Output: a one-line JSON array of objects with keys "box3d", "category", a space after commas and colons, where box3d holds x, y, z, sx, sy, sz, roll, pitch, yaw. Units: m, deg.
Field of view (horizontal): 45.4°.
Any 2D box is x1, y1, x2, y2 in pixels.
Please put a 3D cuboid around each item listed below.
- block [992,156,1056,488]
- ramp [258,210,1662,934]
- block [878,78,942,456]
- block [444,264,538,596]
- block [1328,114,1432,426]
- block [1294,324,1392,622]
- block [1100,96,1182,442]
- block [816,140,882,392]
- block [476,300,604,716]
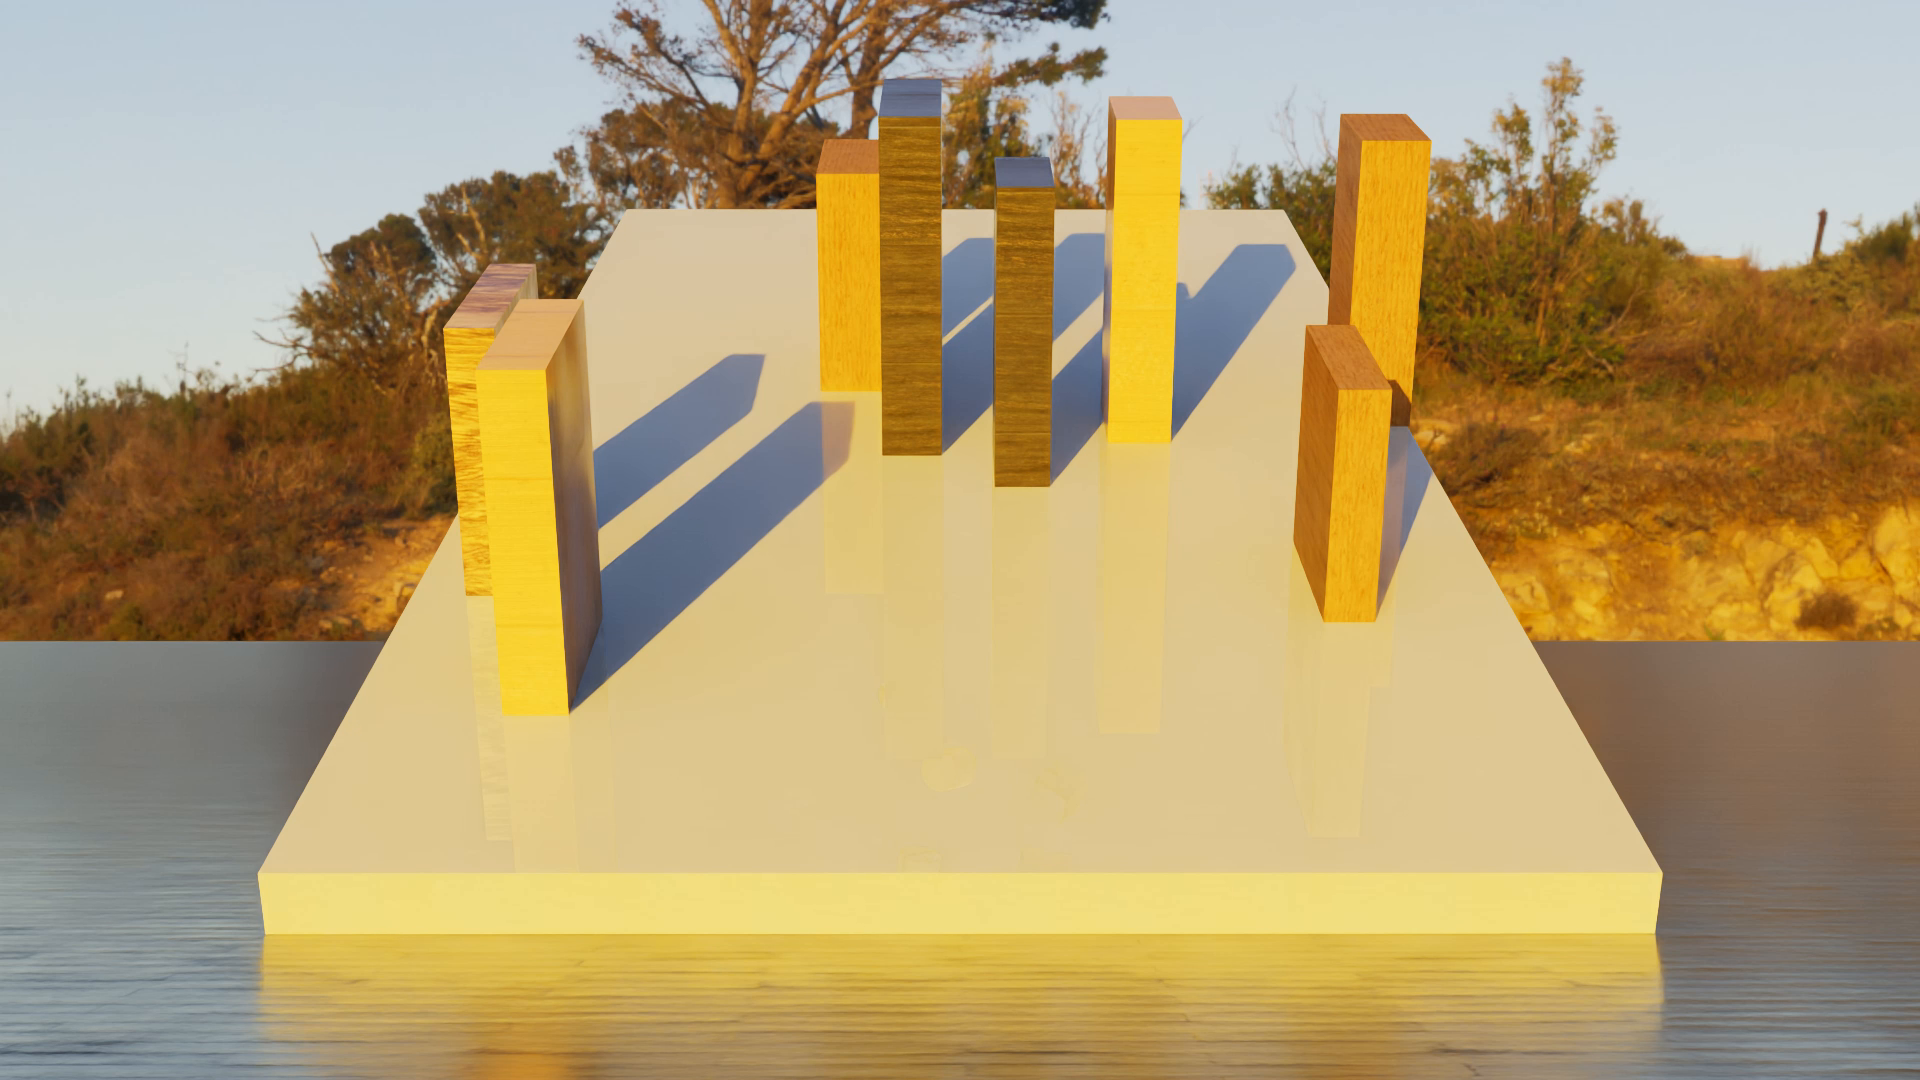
[{"box3d": [0.128, -0.452, 4.740, 0.114, 0.627, 0.275, 0, 22, 0], "category": "block"}, {"box3d": [-0.006, -0.219, 5.139, 2.000, 0.100, 4.000, 0, 22, 0], "category": "ramp"}, {"box3d": [-0.103, -0.596, 4.967, 0.127, 0.727, 0.420, 0, 22, 0], "category": "block"}, {"box3d": [-0.860, -0.215, 4.303, 0.088, 0.508, 0.438, 0, 22, 0], "category": "block"}, {"box3d": [0.925, -0.603, 5.109, 0.147, 0.638, 0.292, 0, 22, 0], "category": "block"}, {"box3d": [0.694, -0.128, 4.190, 0.092, 0.435, 0.393, 0, 22, 0], "category": "block"}, {"box3d": [0.390, -0.586, 4.974, 0.136, 0.705, 0.254, 0, 22, 0], "category": "block"}, {"box3d": [-0.252, -0.651, 5.397, 0.142, 0.510, 0.372, 0, 22, 0], "category": "block"}, {"box3d": [-0.691, -0.061, 3.809, 0.107, 0.588, 0.397, 0, 22, 0], "category": "block"}]
